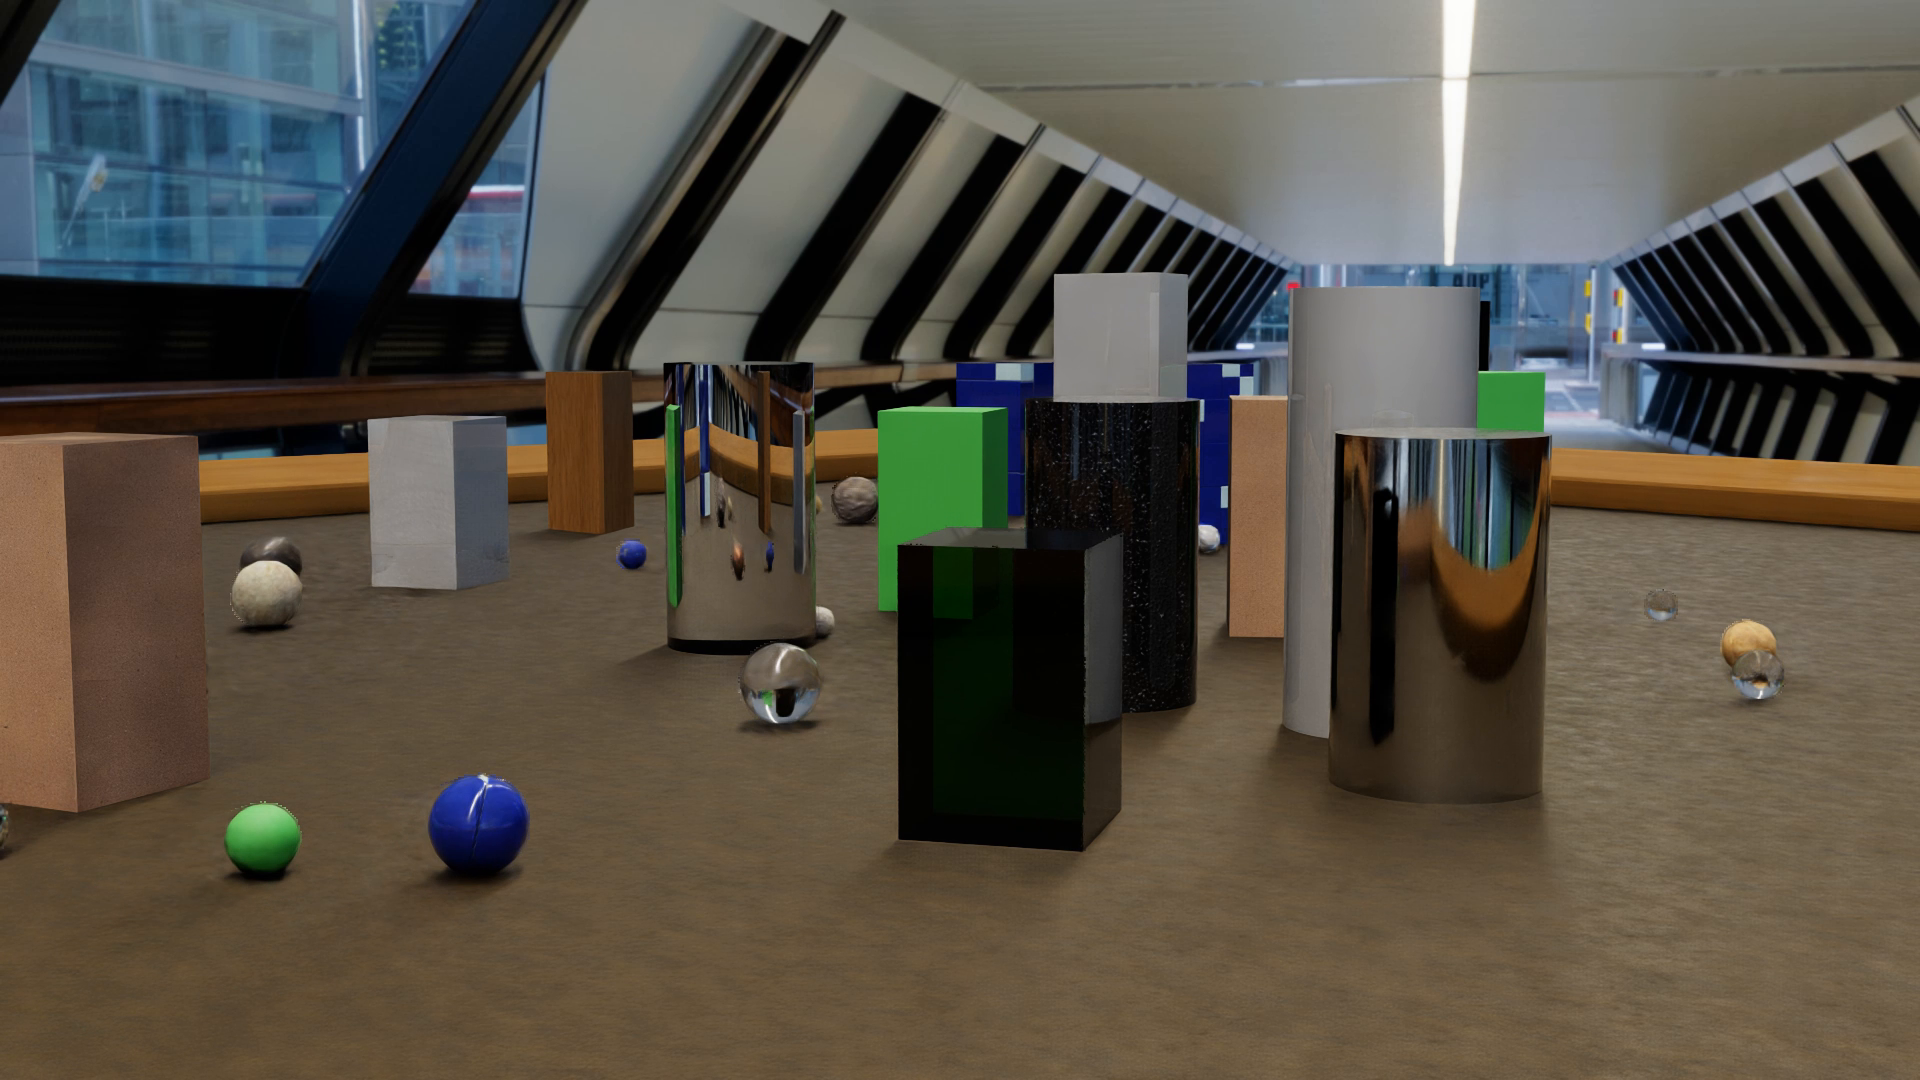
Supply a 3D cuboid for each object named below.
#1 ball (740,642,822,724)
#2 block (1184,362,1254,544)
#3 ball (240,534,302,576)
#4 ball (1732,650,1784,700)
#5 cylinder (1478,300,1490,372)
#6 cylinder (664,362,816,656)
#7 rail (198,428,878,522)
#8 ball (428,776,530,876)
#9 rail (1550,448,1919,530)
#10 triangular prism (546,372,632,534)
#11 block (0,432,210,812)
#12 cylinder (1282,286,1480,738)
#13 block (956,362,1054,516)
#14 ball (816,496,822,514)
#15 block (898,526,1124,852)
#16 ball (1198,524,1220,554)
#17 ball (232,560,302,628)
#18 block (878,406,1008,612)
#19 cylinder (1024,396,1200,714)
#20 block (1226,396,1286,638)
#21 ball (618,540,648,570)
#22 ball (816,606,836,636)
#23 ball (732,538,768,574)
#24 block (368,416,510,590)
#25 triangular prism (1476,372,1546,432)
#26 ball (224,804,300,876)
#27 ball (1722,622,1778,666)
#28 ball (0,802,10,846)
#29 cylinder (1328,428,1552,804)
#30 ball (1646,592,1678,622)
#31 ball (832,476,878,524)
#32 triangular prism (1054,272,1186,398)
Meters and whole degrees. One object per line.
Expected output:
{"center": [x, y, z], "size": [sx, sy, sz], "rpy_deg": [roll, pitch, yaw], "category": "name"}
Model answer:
{"center": [-0.194, 0.155, 2.378], "size": [0.088, 0.088, 0.088], "rpy_deg": [0, 6, 0], "category": "ball"}
{"center": [0.454, -0.170, 4.264], "size": [0.160, 0.343, 0.160], "rpy_deg": [-3, 7, -30], "category": "block"}
{"center": [-1.089, 0.038, 3.478], "size": [0.094, 0.094, 0.094], "rpy_deg": [0, 6, 0], "category": "ball"}
{"center": [0.917, 0.155, 2.527], "size": [0.057, 0.057, 0.057], "rpy_deg": [0, 6, 0], "category": "ball"}
{"center": [0.977, -0.255, 4.496], "size": [0.199, 0.465, 0.199], "rpy_deg": [0, 6, 0], "category": "cylinder"}
{"center": [-0.292, -0.047, 2.932], "size": [0.199, 0.376, 0.199], "rpy_deg": [0, 6, 0], "category": "cylinder"}
{"center": [-1.373, -0.120, 4.811], "size": [4.388, 0.130, 0.045], "rpy_deg": [-5, 8, -42], "category": "rail"}
{"center": [-0.381, 0.226, 1.743], "size": [0.078, 0.078, 0.078], "rpy_deg": [0, 6, 0], "category": "ball"}
{"center": [1.595, -0.119, 4.796], "size": [0.045, 0.130, 4.096], "rpy_deg": [-5, 8, -42], "category": "rail"}
{"center": [-0.730, -0.183, 4.500], "size": [0.173, 0.321, 0.150], "rpy_deg": [5, 8, 42], "category": "triangular prism"}
{"center": [-0.823, 0.069, 2.048], "size": [0.160, 0.328, 0.160], "rpy_deg": [3, 7, 26], "category": "block"}
{"center": [0.448, -0.034, 2.350], "size": [0.199, 0.469, 0.199], "rpy_deg": [0, 6, 0], "category": "cylinder"}
{"center": [0.100, -0.229, 4.892], "size": [0.160, 0.330, 0.160], "rpy_deg": [3, 7, 29], "category": "block"}
{"center": [-0.325, -0.075, 4.766], "size": [0.051, 0.051, 0.051], "rpy_deg": [0, 6, 0], "category": "ball"}
{"center": [0.046, 0.123, 1.901], "size": [0.160, 0.251, 0.160], "rpy_deg": [2, 6, 16], "category": "block"}
{"center": [0.452, -0.002, 4.048], "size": [0.055, 0.055, 0.055], "rpy_deg": [0, 6, 0], "category": "ball"}
{"center": [-0.977, 0.076, 3.102], "size": [0.096, 0.096, 0.096], "rpy_deg": [0, 6, 0], "category": "ball"}
{"center": [-0.024, -0.048, 3.321], "size": [0.160, 0.297, 0.160], "rpy_deg": [2, 6, 15], "category": "block"}
{"center": [0.174, 0.011, 2.523], "size": [0.199, 0.345, 0.199], "rpy_deg": [0, 6, 0], "category": "cylinder"}
{"center": [0.457, -0.036, 3.073], "size": [0.160, 0.325, 0.160], "rpy_deg": [1, 6, 5], "category": "block"}
{"center": [-0.567, 0.025, 3.806], "size": [0.050, 0.050, 0.050], "rpy_deg": [0, 6, 0], "category": "ball"}
{"center": [-0.192, 0.112, 3.017], "size": [0.041, 0.041, 0.041], "rpy_deg": [0, 6, 0], "category": "ball"}
{"center": [-0.357, 0.027, 3.740], "size": [0.060, 0.060, 0.060], "rpy_deg": [0, 6, 0], "category": "ball"}
{"center": [-0.854, -0.065, 3.609], "size": [0.160, 0.270, 0.160], "rpy_deg": [2, 6, 20], "category": "block"}
{"center": [0.626, -0.031, 2.813], "size": [0.173, 0.368, 0.150], "rpy_deg": [-3, 7, -25], "category": "triangular prism"}
{"center": [-0.552, 0.237, 1.740], "size": [0.056, 0.056, 0.056], "rpy_deg": [0, 6, 0], "category": "ball"}
{"center": [0.972, 0.132, 2.710], "size": [0.064, 0.064, 0.064], "rpy_deg": [0, 6, 0], "category": "ball"}
{"center": [-0.804, 0.233, 1.791], "size": [0.055, 0.055, 0.055], "rpy_deg": [0, 6, 0], "category": "ball"}
{"center": [0.451, 0.065, 2.072], "size": [0.199, 0.331, 0.199], "rpy_deg": [0, 6, 0], "category": "cylinder"}
{"center": [1.009, 0.096, 3.165], "size": [0.043, 0.043, 0.043], "rpy_deg": [0, 6, 0], "category": "ball"}
{"center": [-0.217, -0.084, 4.615], "size": [0.100, 0.100, 0.100], "rpy_deg": [0, 6, 0], "category": "ball"}
{"center": [0.232, -0.089, 2.774], "size": [0.150, 0.490, 0.173], "rpy_deg": [-5, 8, -42], "category": "triangular prism"}
